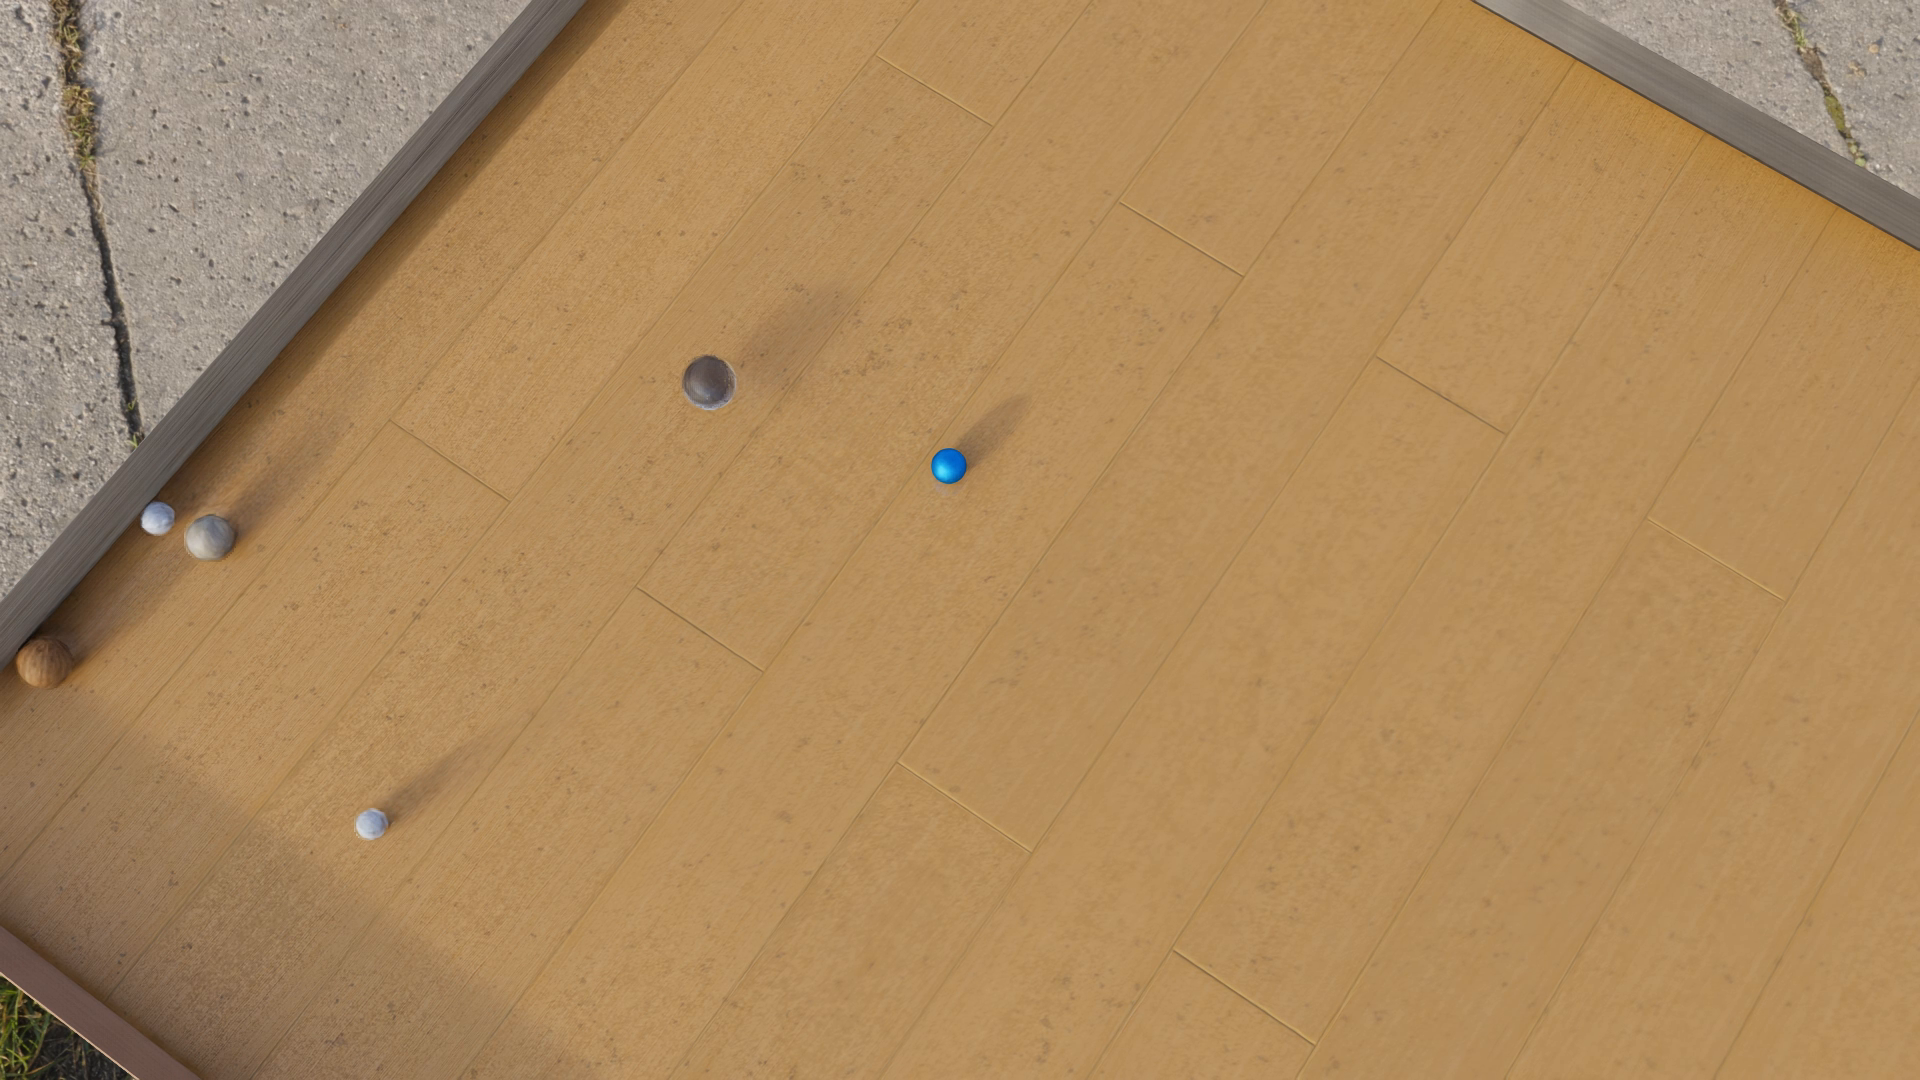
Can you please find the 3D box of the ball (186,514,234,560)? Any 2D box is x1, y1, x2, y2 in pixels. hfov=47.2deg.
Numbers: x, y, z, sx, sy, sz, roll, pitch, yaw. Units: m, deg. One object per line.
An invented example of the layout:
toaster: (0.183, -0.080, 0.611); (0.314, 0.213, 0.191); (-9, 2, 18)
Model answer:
ball: (-1.173, -0.004, 3.442); (0.073, 0.073, 0.073); (0, 70, 0)

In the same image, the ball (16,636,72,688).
ball: (-1.402, 0.187, 3.369); (0.079, 0.079, 0.079); (0, 70, 0)

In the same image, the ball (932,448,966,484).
ball: (-0.018, -0.118, 3.491); (0.057, 0.057, 0.057); (0, 70, 0)

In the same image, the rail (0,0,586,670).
rail: (-0.905, -0.594, 3.634); (0.045, 0.113, 2.684); (33, 73, 11)

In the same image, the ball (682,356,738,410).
ball: (-0.401, -0.252, 3.524); (0.087, 0.087, 0.087); (0, 70, 0)

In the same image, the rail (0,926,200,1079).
rail: (0.176, 1.610, 2.831); (4.490, 0.113, 0.045); (33, 73, 11)

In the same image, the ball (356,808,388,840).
ball: (-0.882, 0.426, 3.299); (0.046, 0.046, 0.046); (0, 70, 0)

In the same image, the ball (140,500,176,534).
ball: (-1.264, -0.035, 3.463); (0.054, 0.054, 0.054); (0, 70, 0)

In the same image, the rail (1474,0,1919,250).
rail: (1.672, -0.430, 3.574); (4.490, 0.113, 0.045); (33, 73, 11)
